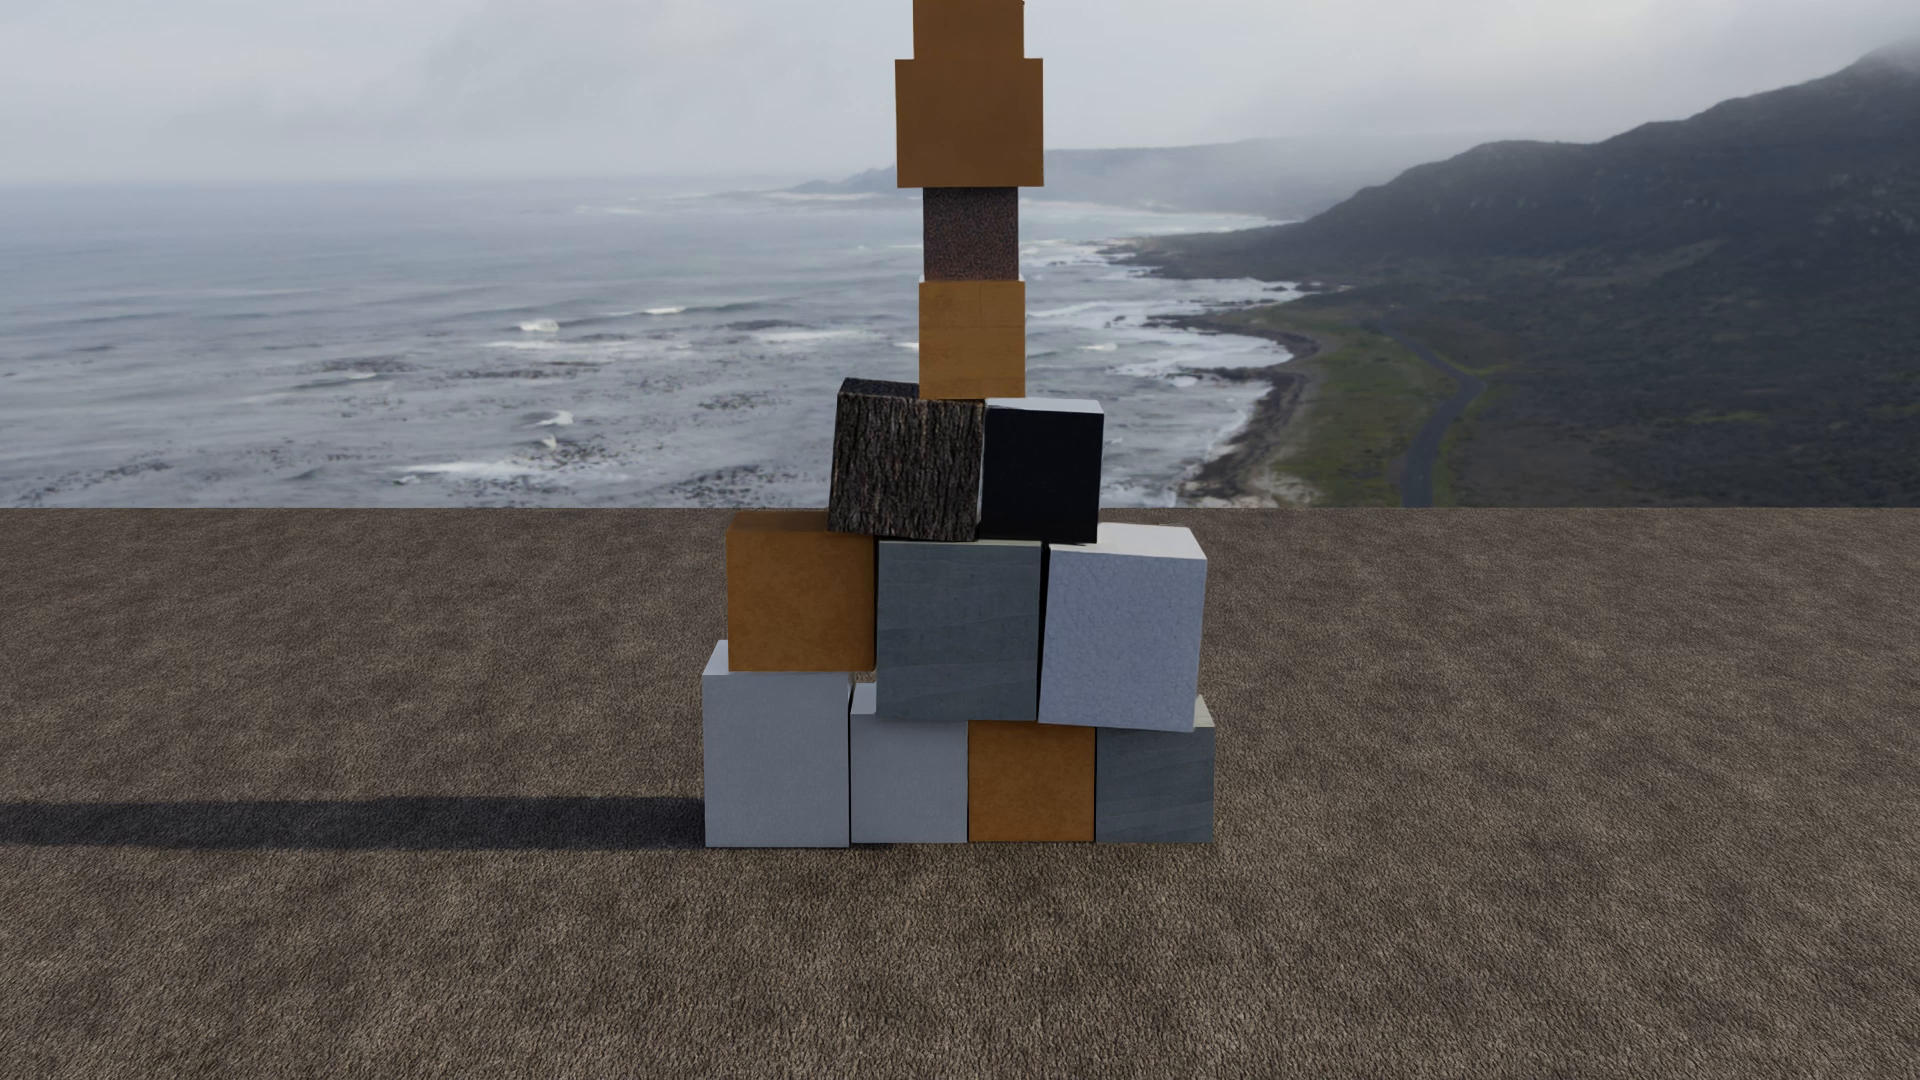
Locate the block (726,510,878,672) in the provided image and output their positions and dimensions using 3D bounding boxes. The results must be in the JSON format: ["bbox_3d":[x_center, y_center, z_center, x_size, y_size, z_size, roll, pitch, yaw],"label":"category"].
[{"bbox_3d":[-0.791,0.252,11.222,0.727,0.708,0.613,0,10,0],"label":"block"}]

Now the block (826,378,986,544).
[{"bbox_3d":[-0.263,-0.414,11.090,0.723,0.676,0.756,5,10,-1],"label":"block"}]

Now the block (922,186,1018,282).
[{"bbox_3d":[0.053,-1.524,10.886,0.462,0.451,0.420,-1,10,0],"label":"block"}]

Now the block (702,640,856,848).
[{"bbox_3d":[-0.920,1.038,11.366,0.720,0.891,0.774,0,10,0],"label":"block"}]

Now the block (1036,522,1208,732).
[{"bbox_3d":[0.798,0.421,11.266,0.770,0.874,0.899,4,10,-1],"label":"block"}]

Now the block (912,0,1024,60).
[{"bbox_3d":[0.040,-2.589,10.690,0.527,0.508,0.509,-1,10,0],"label":"block"}]

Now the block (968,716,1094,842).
[{"bbox_3d":[0.362,1.158,11.406,0.633,0.641,0.626,0,10,0],"label":"block"}]

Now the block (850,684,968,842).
[{"bbox_3d":[-0.257,1.145,11.388,0.585,0.672,0.639,0,10,0],"label":"block"}]

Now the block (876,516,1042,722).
[{"bbox_3d":[-0.010,0.382,11.231,0.794,0.884,0.819,1,10,0],"label":"block"}]

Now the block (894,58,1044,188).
[{"bbox_3d":[0.047,-2.049,10.825,0.703,0.603,0.680,-1,10,0],"label":"block"}]

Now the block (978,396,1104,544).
[{"bbox_3d":[0.402,-0.364,11.102,0.579,0.650,0.556,3,10,0],"label":"block"}]

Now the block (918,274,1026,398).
[{"bbox_3d":[0.059,-1.026,10.995,0.518,0.566,0.607,0,10,0],"label":"block"}]

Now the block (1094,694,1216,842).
[{"bbox_3d":[0.984,1.176,11.402,0.592,0.607,0.658,0,10,0],"label":"block"}]
